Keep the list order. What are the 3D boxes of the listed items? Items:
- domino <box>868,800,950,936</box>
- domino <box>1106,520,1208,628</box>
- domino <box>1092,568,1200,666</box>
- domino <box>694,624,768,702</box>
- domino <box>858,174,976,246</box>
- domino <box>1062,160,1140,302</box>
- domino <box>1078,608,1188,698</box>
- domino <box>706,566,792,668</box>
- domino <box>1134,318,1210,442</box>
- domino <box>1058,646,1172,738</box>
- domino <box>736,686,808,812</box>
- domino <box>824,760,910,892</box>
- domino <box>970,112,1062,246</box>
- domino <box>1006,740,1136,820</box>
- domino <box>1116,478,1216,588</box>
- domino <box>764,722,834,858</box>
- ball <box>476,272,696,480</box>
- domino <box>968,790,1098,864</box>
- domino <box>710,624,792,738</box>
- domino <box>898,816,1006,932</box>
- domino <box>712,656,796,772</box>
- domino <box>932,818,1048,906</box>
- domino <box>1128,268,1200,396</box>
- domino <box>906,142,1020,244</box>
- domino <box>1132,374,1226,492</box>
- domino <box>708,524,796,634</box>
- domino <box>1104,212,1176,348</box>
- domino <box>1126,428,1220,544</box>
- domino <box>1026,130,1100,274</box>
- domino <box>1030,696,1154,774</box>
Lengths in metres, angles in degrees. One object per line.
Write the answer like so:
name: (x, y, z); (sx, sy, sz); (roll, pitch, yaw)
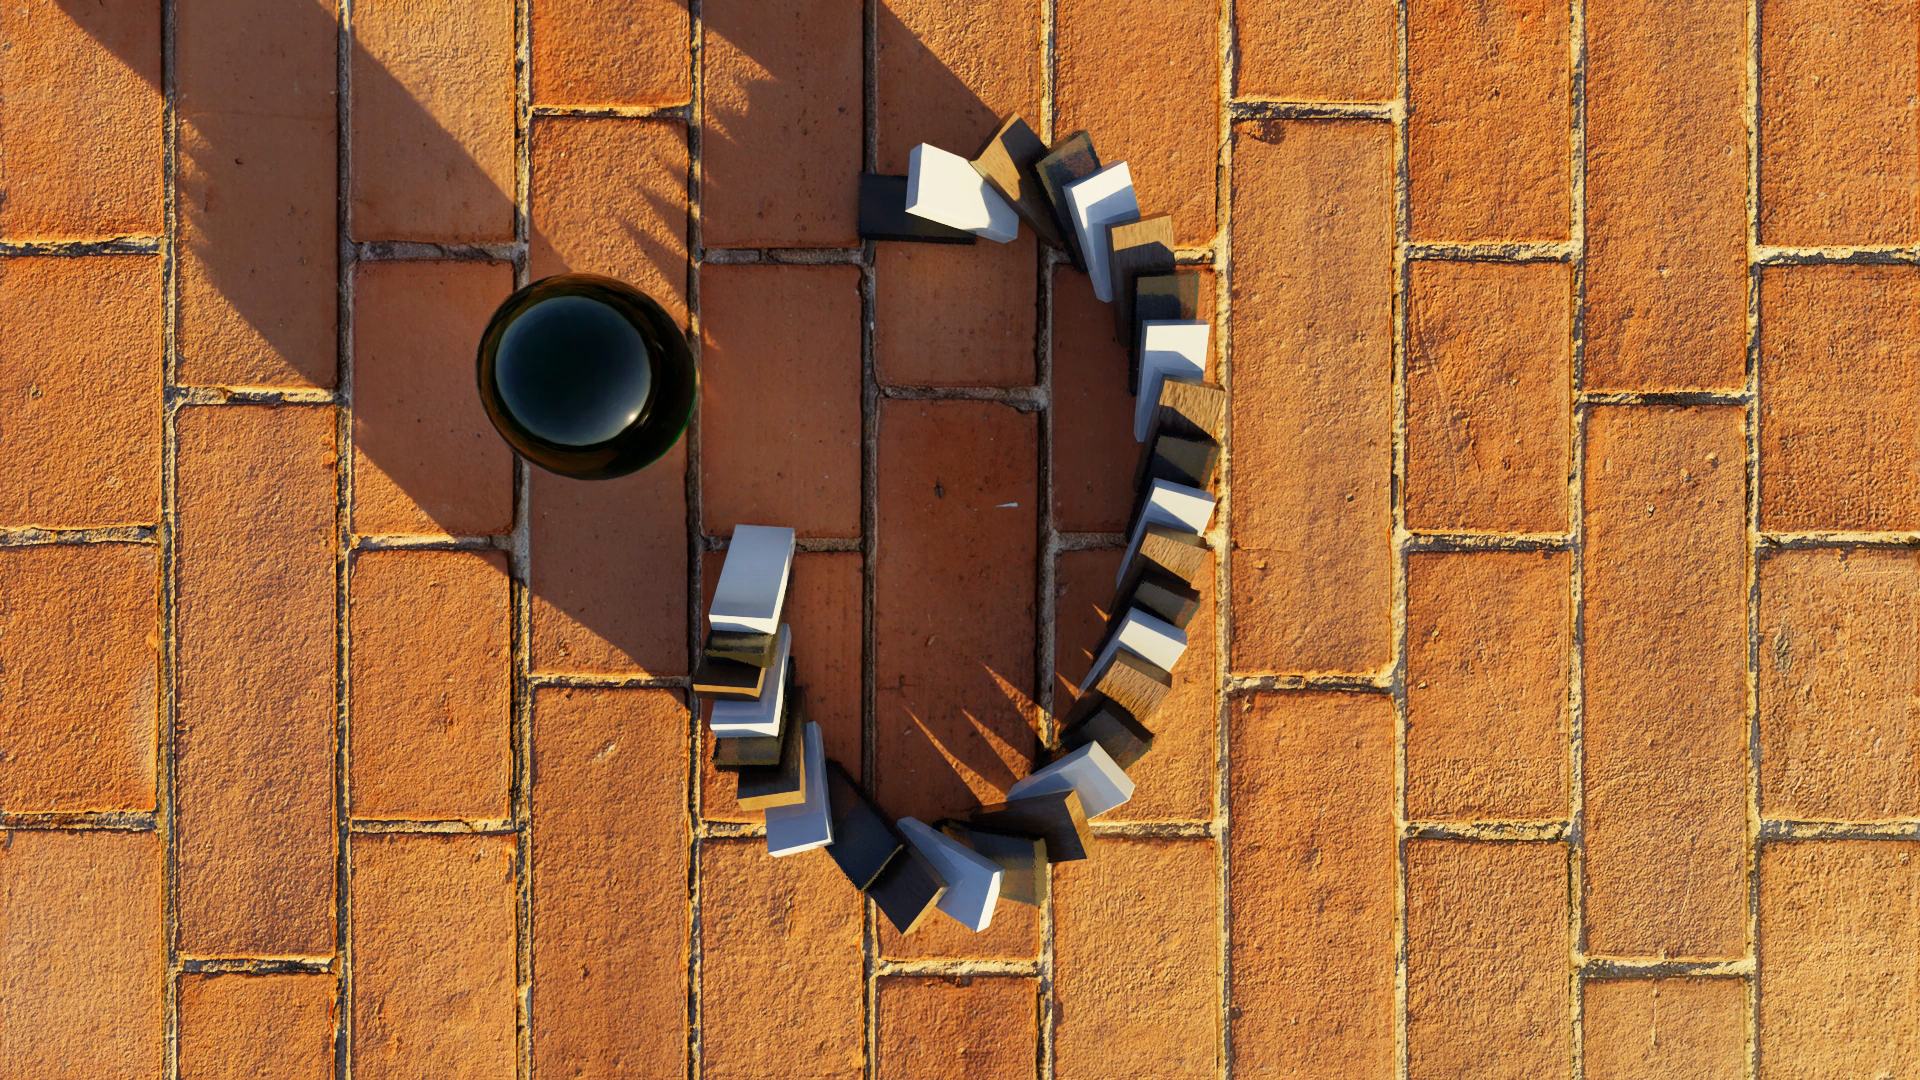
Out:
domino: (-0.030, 0.136, 0.383); (0.050, 0.009, 0.025); (40, 96, 29)
domino: (0.081, 0.018, 0.382); (0.025, 0.010, 0.050); (16, 123, -1)
domino: (0.077, 0.038, 0.383); (0.025, 0.010, 0.050); (23, 123, 0)
domino: (-0.091, 0.043, 0.379); (0.025, 0.010, 0.050); (4, 46, 0)
domino: (-0.018, -0.142, 0.395); (0.050, 0.009, 0.025); (3, 90, 0)
domino: (0.063, -0.128, 0.382); (0.025, 0.010, 0.050); (-28, 121, -5)
domino: (0.071, 0.054, 0.382); (0.025, 0.010, 0.050); (25, 123, -1)
domino: (-0.086, 0.029, 0.379); (0.025, 0.009, 0.050); (4, 46, 0)
domino: (0.088, -0.066, 0.384); (0.025, 0.009, 0.050); (-1, 118, -1)
domino: (0.064, 0.069, 0.382); (0.025, 0.009, 0.050); (27, 123, -3)
domino: (-0.077, 0.085, 0.379); (0.025, 0.009, 0.050); (-8, 46, 0)
domino: (-0.047, 0.119, 0.384); (0.050, 0.010, 0.025); (41, 90, 30)
domino: (0.030, -0.150, 0.384); (0.050, 0.010, 0.025); (38, 90, -29)
domino: (0.045, 0.105, 0.381); (0.025, 0.009, 0.050); (48, 126, -3)
domino: (0.085, 0.001, 0.384); (0.025, 0.009, 0.050); (15, 119, 0)
domino: (-0.069, 0.104, 0.383); (0.025, 0.009, 0.050); (-13, 60, 2)
ball: (-0.145, -0.063, 0.360); (0.080, 0.080, 0.080); (0, 90, 0)
domino: (0.030, 0.121, 0.382); (0.050, 0.010, 0.025); (-22, 90, 35)
domino: (-0.086, 0.057, 0.379); (0.025, 0.009, 0.050); (-1, 46, 0)
domino: (-0.007, 0.138, 0.382); (0.050, 0.010, 0.025); (18, 94, 33)
domino: (-0.084, 0.071, 0.379); (0.025, 0.009, 0.050); (0, 46, 1)
domino: (0.012, 0.133, 0.382); (0.050, 0.009, 0.025); (-1, 90, 34)
domino: (0.085, -0.086, 0.384); (0.025, 0.009, 0.050); (-4, 118, -1)
domino: (0.002, -0.143, 0.381); (0.050, 0.009, 0.025); (6, 88, -34)
domino: (0.091, -0.042, 0.384); (0.025, 0.009, 0.050); (11, 117, 0)
domino: (-0.085, 0.015, 0.379); (0.025, 0.010, 0.050); (4, 46, 0)
domino: (0.077, -0.108, 0.383); (0.025, 0.010, 0.050); (-14, 119, -2)
domino: (0.089, -0.020, 0.385); (0.025, 0.009, 0.050); (12, 116, 0)
domino: (0.050, -0.140, 0.383); (0.025, 0.009, 0.050); (-34, 121, -2)
domino: (0.055, 0.090, 0.383); (0.025, 0.010, 0.050); (40, 122, 0)
